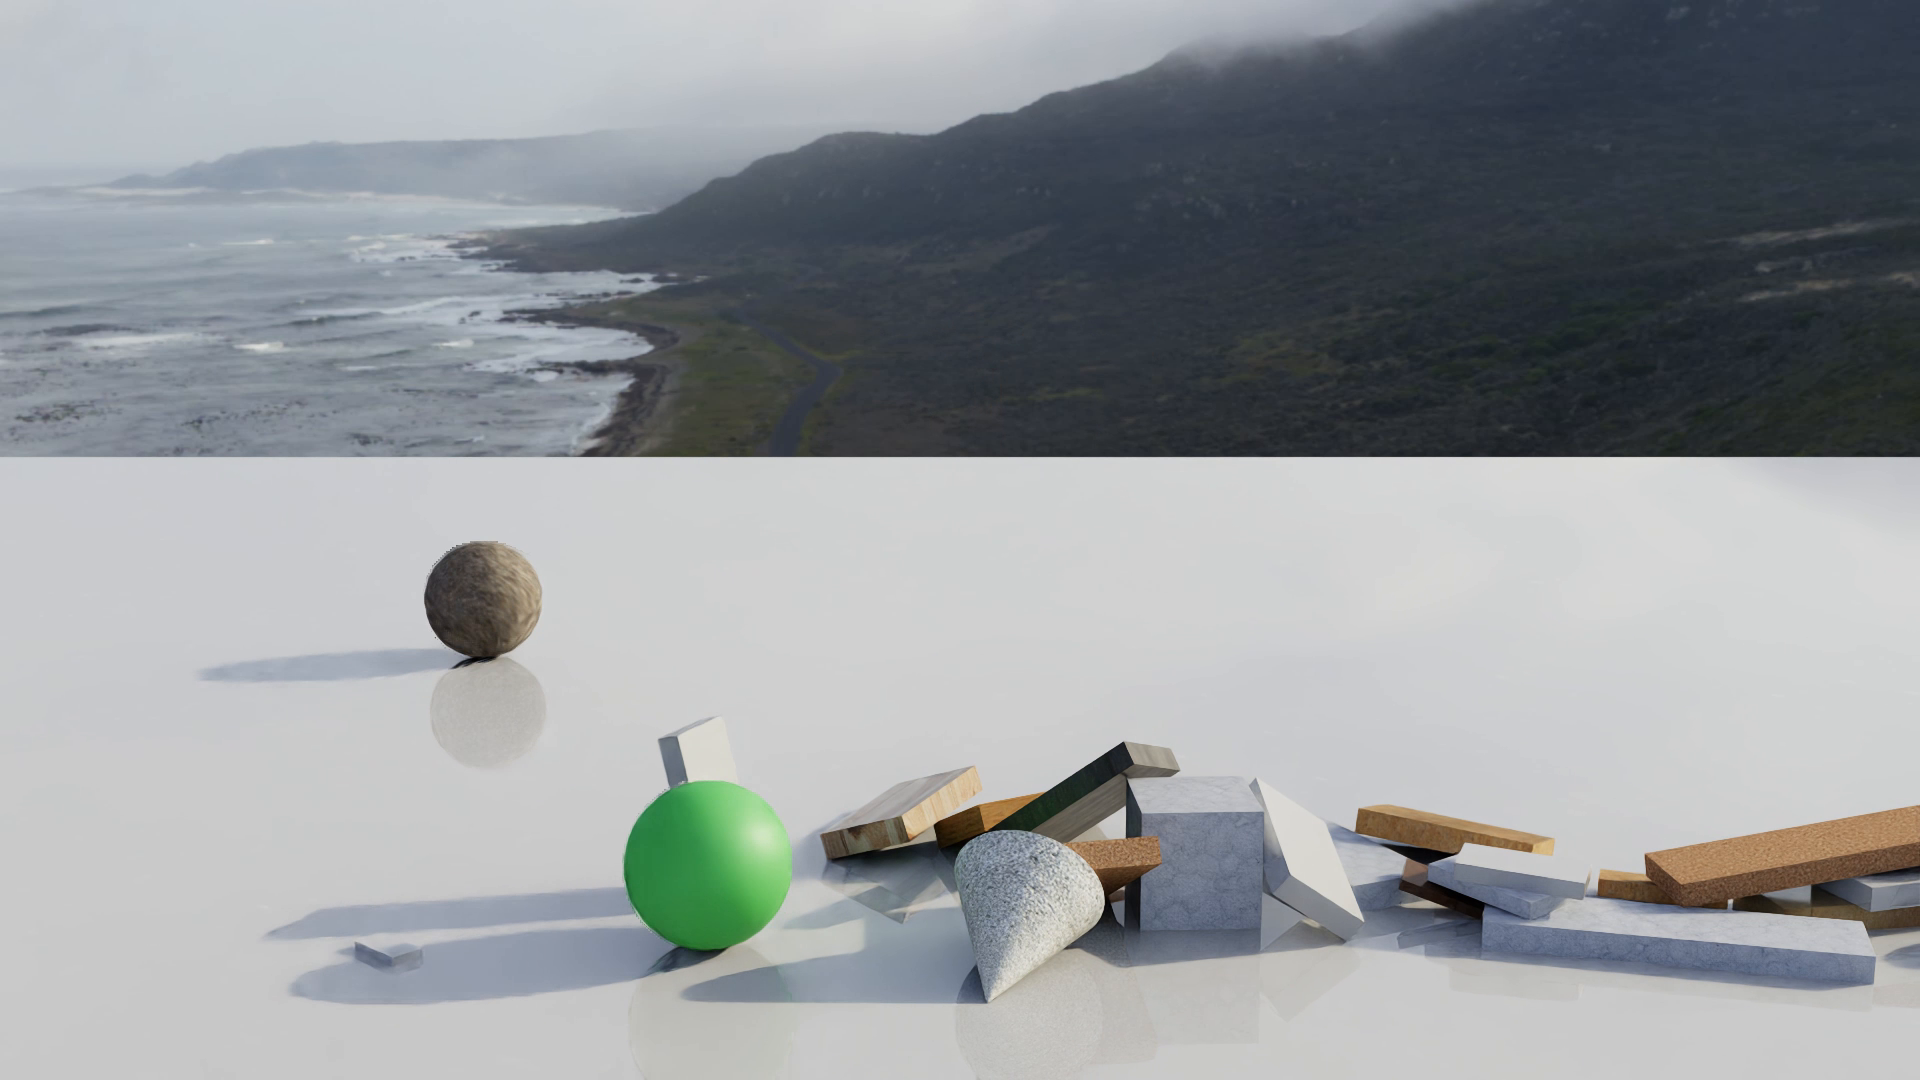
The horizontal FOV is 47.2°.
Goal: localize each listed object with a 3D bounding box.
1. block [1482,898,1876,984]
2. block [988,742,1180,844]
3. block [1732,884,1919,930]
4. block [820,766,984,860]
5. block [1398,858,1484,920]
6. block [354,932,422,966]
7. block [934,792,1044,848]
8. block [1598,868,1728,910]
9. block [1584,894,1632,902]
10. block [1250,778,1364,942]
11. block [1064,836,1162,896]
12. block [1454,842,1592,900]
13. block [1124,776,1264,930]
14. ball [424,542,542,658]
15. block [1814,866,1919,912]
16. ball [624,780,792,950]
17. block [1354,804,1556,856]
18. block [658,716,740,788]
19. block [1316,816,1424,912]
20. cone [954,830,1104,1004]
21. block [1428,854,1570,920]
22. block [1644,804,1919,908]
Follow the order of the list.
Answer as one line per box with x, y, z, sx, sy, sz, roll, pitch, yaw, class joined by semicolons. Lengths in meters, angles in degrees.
1.107;0.614;3.420;0.570;0.044;0.154;3;11;15;block
0.211;0.443;3.743;0.305;0.043;0.153;-36;-28;25;block
1.439;0.585;3.574;0.308;0.044;0.154;-2;11;-10;block
-0.101;0.487;3.953;0.167;0.047;0.333;-16;3;25;block
0.787;0.568;3.583;0.137;0.019;0.068;20;27;9;block
-0.884;0.633;3.399;0.104;0.015;0.052;10;14;42;block
0.138;0.484;3.919;0.333;0.047;0.167;-7;-14;-32;block
1.154;0.575;3.615;0.202;0.029;0.101;5;3;17;block
1.039;0.599;3.569;0.137;0.019;0.068;5;12;27;block
0.551;0.513;3.565;0.153;0.043;0.305;33;18;-16;block
0.202;0.527;3.506;0.153;0.043;0.305;-3;-18;-14;block
0.898;0.528;3.510;0.202;0.029;0.101;7;14;21;block
0.378;0.507;3.581;0.194;0.194;0.194;-1;11;-3;block
-1.149;0.144;5.304;0.279;0.279;0.279;0;11;0;ball
1.545;0.545;3.561;0.282;0.040;0.141;-3;11;-17;block
-0.391;0.504;3.416;0.262;0.262;0.262;0;11;0;ball
0.861;0.514;3.828;0.308;0.044;0.154;9;1;29;block
-0.416;0.447;3.665;0.040;0.282;0.141;-11;5;27;block
0.640;0.550;3.753;0.167;0.047;0.333;-5;12;-25;block
0.073;0.605;3.295;0.239;0.239;0.239;3;38;18;cone
0.863;0.553;3.527;0.101;0.029;0.202;-8;16;-38;block
1.384;0.507;3.559;0.512;0.040;0.141;-9;13;-4;block
